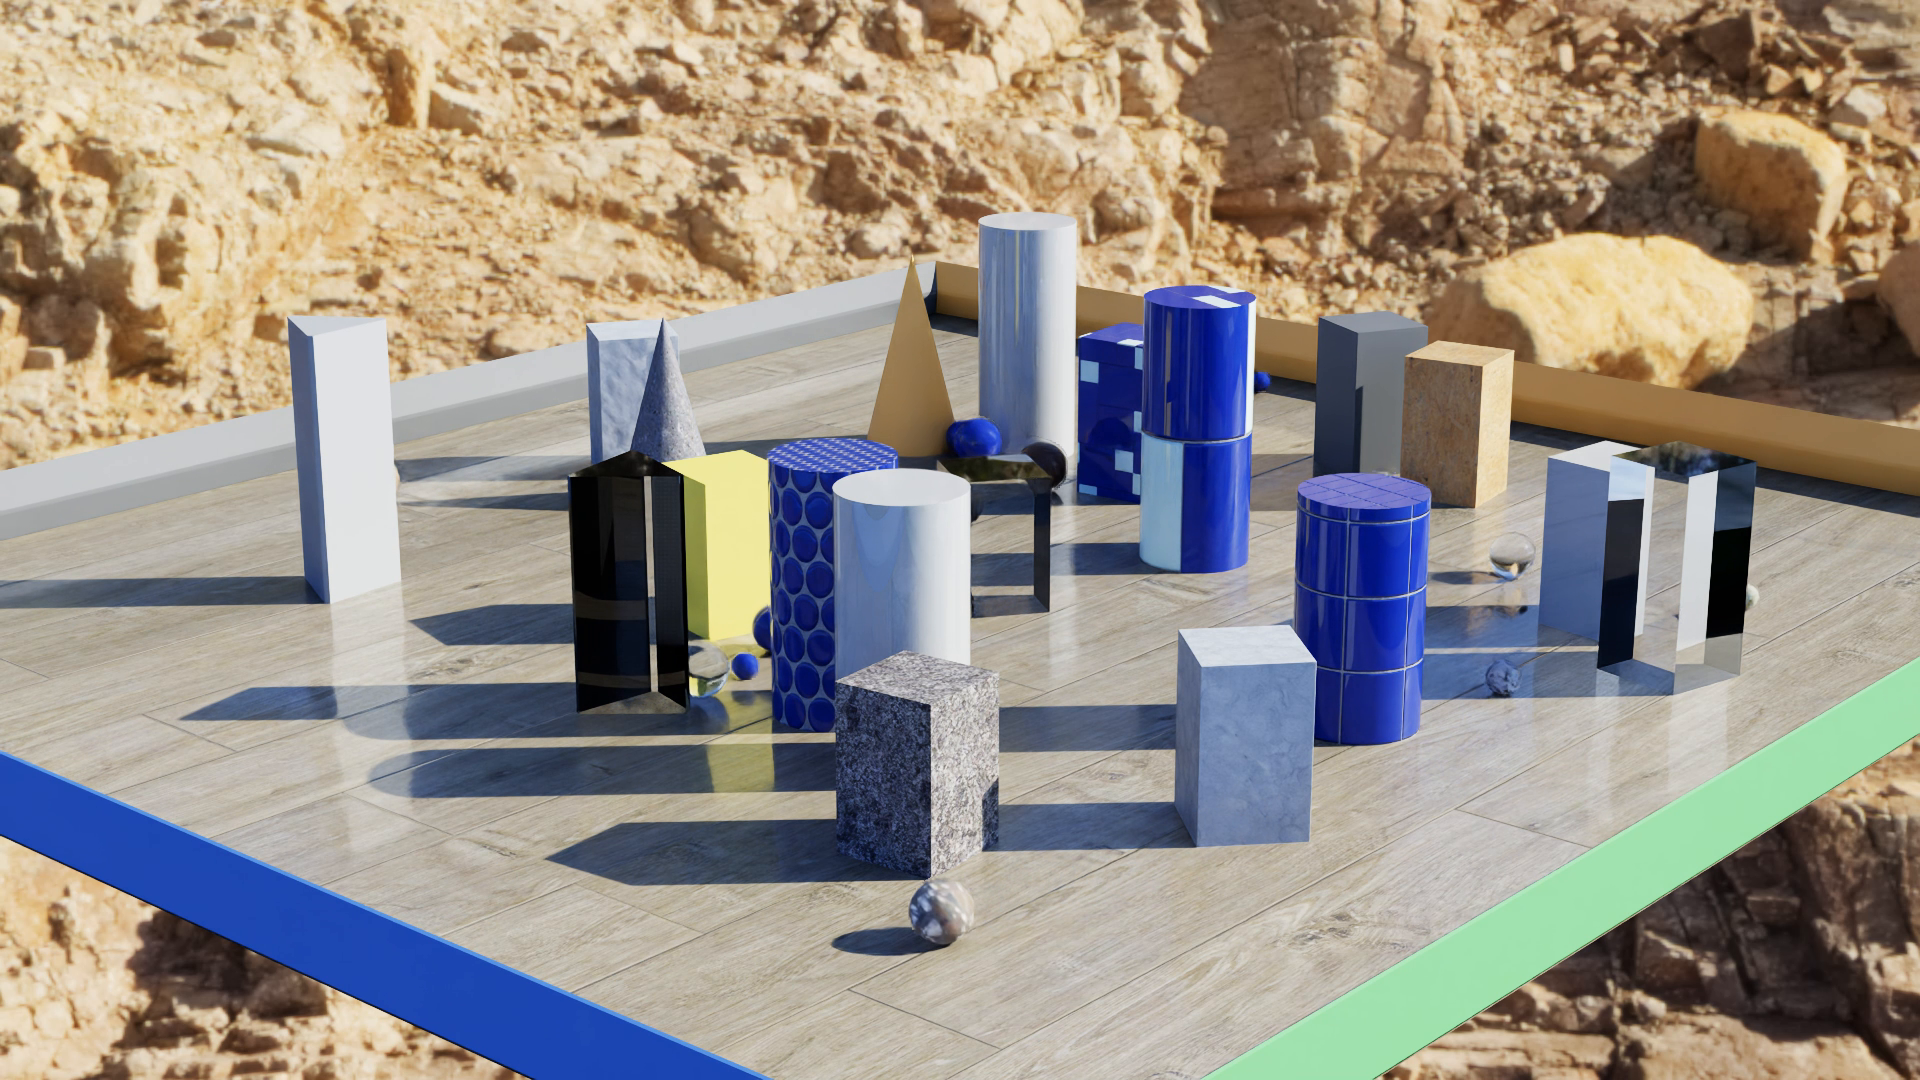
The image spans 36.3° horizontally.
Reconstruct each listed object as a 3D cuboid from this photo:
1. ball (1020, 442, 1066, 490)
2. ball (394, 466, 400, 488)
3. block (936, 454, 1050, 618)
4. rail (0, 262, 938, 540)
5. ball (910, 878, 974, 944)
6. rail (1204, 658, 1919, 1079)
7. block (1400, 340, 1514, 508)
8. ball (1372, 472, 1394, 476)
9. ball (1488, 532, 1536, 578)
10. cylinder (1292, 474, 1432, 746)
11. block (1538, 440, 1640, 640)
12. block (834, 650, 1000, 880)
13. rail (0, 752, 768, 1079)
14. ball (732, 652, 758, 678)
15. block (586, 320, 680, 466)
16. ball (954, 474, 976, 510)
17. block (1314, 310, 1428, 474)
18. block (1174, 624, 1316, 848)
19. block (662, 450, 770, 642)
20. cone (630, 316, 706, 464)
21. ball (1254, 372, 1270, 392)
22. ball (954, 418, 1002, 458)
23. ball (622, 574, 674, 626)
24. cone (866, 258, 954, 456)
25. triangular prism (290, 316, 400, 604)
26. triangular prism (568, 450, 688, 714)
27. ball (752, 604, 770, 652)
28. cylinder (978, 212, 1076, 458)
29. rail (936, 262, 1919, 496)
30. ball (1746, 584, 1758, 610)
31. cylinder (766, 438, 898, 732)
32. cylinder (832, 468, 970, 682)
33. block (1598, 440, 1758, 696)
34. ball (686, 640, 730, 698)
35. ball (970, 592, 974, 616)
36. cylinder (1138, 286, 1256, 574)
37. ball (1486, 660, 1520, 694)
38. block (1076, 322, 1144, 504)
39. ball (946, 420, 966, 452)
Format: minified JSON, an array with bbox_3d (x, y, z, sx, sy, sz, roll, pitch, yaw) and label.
[{"bbox_3d":[0.161,-0.146,5.770,0.098,0.098,0.098,0,17,0],"label":"ball"},{"bbox_3d":[-1.134,-0.120,5.716,0.081,0.081,0.081,0,17,0],"label":"ball"},{"bbox_3d":[0.057,-0.008,5.063,0.160,0.241,0.160,-4,17,-14],"label":"block"},{"bbox_3d":[-1.162,-0.258,6.086,0.045,0.130,3.414,14,22,39],"label":"rail"},{"bbox_3d":[-0.023,0.473,3.741,0.083,0.083,0.083,0,17,0],"label":"ball"},{"bbox_3d":[1.162,0.323,4.154,0.045,0.130,3.414,14,22,39],"label":"rail"},{"bbox_3d":[0.969,-0.227,5.723,0.160,0.281,0.160,10,19,30],"label":"block"},{"bbox_3d":[0.799,-0.083,5.564,0.096,0.096,0.096,0,17,0],"label":"ball"},{"bbox_3d":[0.984,0.027,5.224,0.082,0.082,0.082,0,17,0],"label":"ball"},{"bbox_3d":[0.608,0.104,4.465,0.199,0.372,0.199,0,17,0],"label":"cylinder"},{"bbox_3d":[1.096,0.003,4.938,0.160,0.293,0.160,-14,22,-40],"label":"block"},{"bbox_3d":[-0.058,0.305,4.009,0.160,0.250,0.160,11,20,33],"label":"block"},{"bbox_3d":[-1.104,0.399,3.903,3.125,0.130,0.045,14,22,39],"label":"rail"},{"bbox_3d":[-0.346,0.201,4.712,0.043,0.043,0.043,0,17,0],"label":"ball"},{"bbox_3d":[-0.657,-0.285,5.909,0.160,0.285,0.160,-5,17,-15],"label":"block"},{"bbox_3d":[-0.007,-0.087,5.607,0.079,0.079,0.079,0,17,0],"label":"ball"},{"bbox_3d":[0.827,-0.294,5.914,0.160,0.299,0.160,-7,18,-21],"label":"block"},{"bbox_3d":[0.396,0.272,4.093,0.160,0.265,0.160,-2,17,-7],"label":"block"},{"bbox_3d":[-0.396,0.008,4.959,0.160,0.272,0.160,-11,20,-32],"label":"block"},{"bbox_3d":[-0.568,-0.254,5.661,0.199,0.368,0.199,0,17,0],"label":"cone"},{"bbox_3d":[0.671,-0.354,6.555,0.043,0.043,0.043,0,17,0],"label":"ball"},{"bbox_3d":[0.036,-0.200,5.952,0.096,0.096,0.096,0,17,0],"label":"ball"},{"bbox_3d":[-0.528,0.103,4.962,0.088,0.088,0.088,0,17,0],"label":"ball"},{"bbox_3d":[-0.098,-0.393,6.060,0.199,0.404,0.199,0,17,0],"label":"cone"},{"bbox_3d":[-1.107,-0.150,5.128,0.150,0.476,0.173,12,21,35],"label":"triangular prism"},{"bbox_3d":[-0.510,0.064,4.579,0.173,0.383,0.150,0,17,-1],"label":"triangular prism"},{"bbox_3d":[-0.303,0.145,4.835,0.080,0.080,0.080,0,17,0],"label":"ball"},{"bbox_3d":[0.137,-0.416,6.002,0.199,0.481,0.199,0,17,0],"label":"cylinder"},{"bbox_3d":[1.104,-0.334,6.337,3.125,0.130,0.045,14,22,39],"label":"rail"},{"bbox_3d":[1.355,0.098,5.057,0.043,0.043,0.043,0,17,0],"label":"ball"},{"bbox_3d":[-0.193,0.068,4.514,0.199,0.412,0.199,0,17,0],"label":"cylinder"},{"bbox_3d":[-0.084,0.128,4.287,0.199,0.428,0.199,0,17,0],"label":"cylinder"},{"bbox_3d":[1.146,0.043,4.693,0.160,0.358,0.160,-12,20,-34],"label":"block"},{"bbox_3d":[-0.410,0.202,4.624,0.092,0.092,0.092,0,17,0],"label":"ball"},{"bbox_3d":[-0.024,0.107,4.939,0.094,0.094,0.094,0,17,0],"label":"ball"},{"bbox_3d":[0.426,-0.200,5.281,0.199,0.485,0.199,0,17,0],"label":"cylinder"},{"bbox_3d":[0.859,0.217,4.643,0.053,0.053,0.053,0,17,0],"label":"ball"},{"bbox_3d":[0.342,-0.250,5.744,0.160,0.312,0.160,12,20,34],"label":"block"},{"bbox_3d":[0.005,-0.212,6.037,0.070,0.070,0.070,0,17,0],"label":"ball"}]
